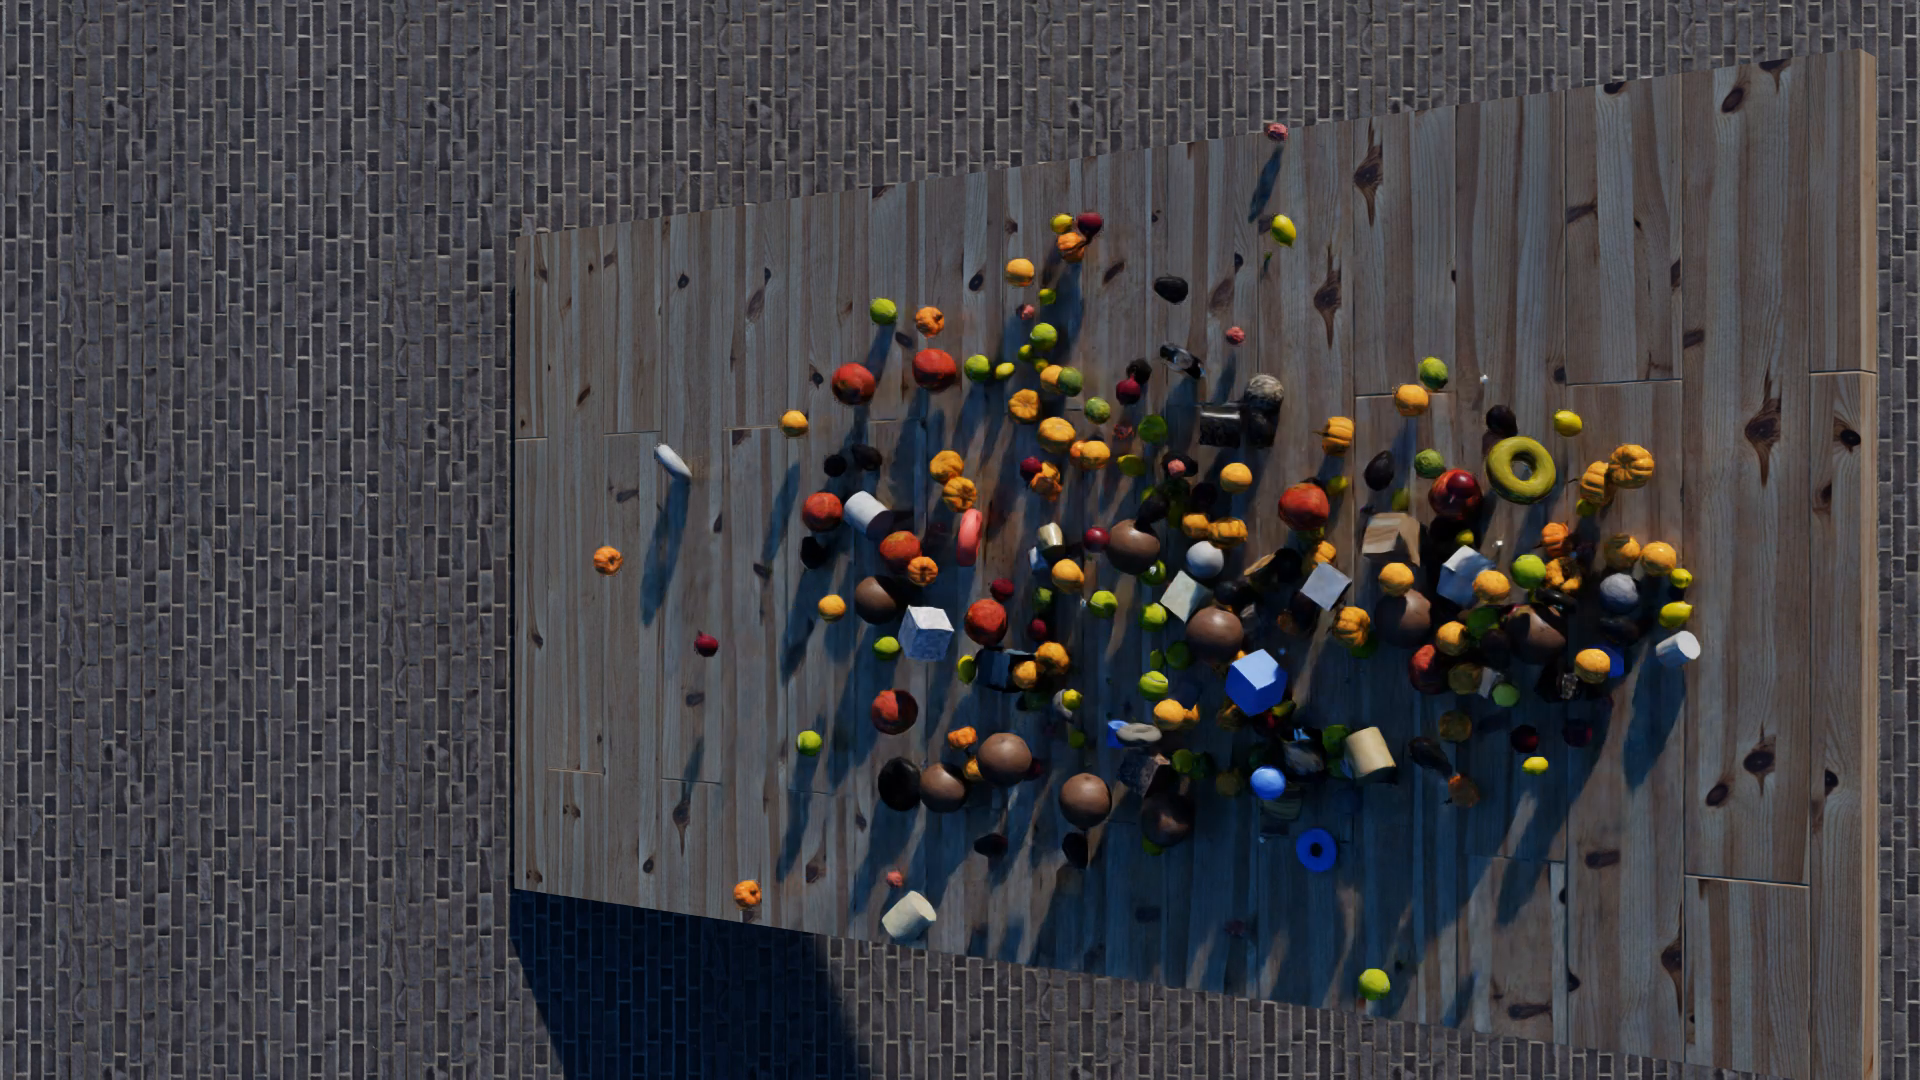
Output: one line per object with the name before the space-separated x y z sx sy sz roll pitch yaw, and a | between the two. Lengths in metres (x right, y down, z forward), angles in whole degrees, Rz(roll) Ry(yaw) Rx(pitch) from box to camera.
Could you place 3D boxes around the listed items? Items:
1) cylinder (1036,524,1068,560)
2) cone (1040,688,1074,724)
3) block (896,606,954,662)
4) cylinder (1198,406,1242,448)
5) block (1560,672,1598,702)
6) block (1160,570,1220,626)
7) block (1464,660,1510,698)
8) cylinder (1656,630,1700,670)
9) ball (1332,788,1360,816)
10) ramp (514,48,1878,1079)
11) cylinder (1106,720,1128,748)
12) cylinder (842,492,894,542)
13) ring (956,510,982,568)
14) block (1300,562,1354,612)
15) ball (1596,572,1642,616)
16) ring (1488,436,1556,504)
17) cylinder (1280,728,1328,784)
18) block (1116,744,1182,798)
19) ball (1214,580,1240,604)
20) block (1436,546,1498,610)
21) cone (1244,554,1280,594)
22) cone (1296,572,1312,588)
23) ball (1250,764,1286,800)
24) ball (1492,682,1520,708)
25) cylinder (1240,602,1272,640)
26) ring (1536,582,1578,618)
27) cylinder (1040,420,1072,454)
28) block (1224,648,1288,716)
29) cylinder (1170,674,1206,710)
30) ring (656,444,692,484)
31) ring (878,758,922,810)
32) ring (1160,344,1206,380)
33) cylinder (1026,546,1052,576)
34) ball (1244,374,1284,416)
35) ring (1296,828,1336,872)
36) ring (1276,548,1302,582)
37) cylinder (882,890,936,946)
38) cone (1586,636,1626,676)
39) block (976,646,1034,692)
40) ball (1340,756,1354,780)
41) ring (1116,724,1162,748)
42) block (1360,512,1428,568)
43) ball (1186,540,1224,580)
cylinder | 0.226 0.003 5.403 0.063 0.063 0.063 -13 59 0
cone | 0.254 0.422 5.393 0.083 0.083 0.083 -42 80 0
block | -0.085 0.226 5.308 0.093 0.093 0.093 6 121 -24
cylinder | 0.600 -0.261 5.068 0.092 0.092 0.092 5 90 5
block | 1.282 0.304 4.552 0.053 0.053 0.053 9 93 37
block | 0.540 0.137 5.131 0.088 0.088 0.088 40 104 32
block | 1.122 0.297 4.681 0.057 0.057 0.057 33 113 36
cylinder | 1.440 0.221 4.412 0.060 0.060 0.060 13 60 -23
ball | 0.859 0.582 4.895 0.061 0.061 0.061 0 90 0
ramp | 0.214 0.062 5.529 4.000 0.100 2.000 0 90 39
cylinder | 0.378 0.466 5.285 0.051 0.051 0.051 8 114 0
cylinder | -0.241 -0.062 5.775 0.097 0.097 0.097 39 90 33
ring | 0.024 -0.004 5.535 0.050 0.150 0.150 10 90 5
block | 0.786 0.099 4.714 0.075 0.075 0.075 36 101 13
ball | 1.344 0.110 4.485 0.087 0.087 0.087 0 90 0
ring | 1.152 -0.143 4.515 0.148 0.049 0.148 4 71 -10
cylinder | 0.771 0.483 4.928 0.096 0.096 0.096 -10 104 0
block | 0.447 0.544 5.210 0.094 0.094 0.094 36 112 34
ball | 0.597 0.117 4.921 0.056 0.056 0.056 0 90 0
block | 1.074 0.080 4.662 0.083 0.083 0.083 33 51 28
cone | 0.704 0.090 5.001 0.085 0.085 0.085 -34 98 0
cone | 0.784 0.082 4.788 0.076 0.076 0.076 37 114 0
ball | 0.684 0.538 4.882 0.079 0.079 0.079 0 90 0
ball | 1.154 0.327 4.646 0.055 0.055 0.055 0 90 0
cylinder | 0.672 0.183 4.993 0.069 0.069 0.069 1 108 4
ring | 1.222 0.123 4.501 0.098 0.098 0.033 32 113 0
cylinder | 0.237 -0.254 5.407 0.063 0.063 0.063 -17 76 0
block | 0.664 0.320 4.930 0.092 0.092 0.092 -22 51 -27
cylinder | 0.517 0.345 4.998 0.059 0.059 0.059 28 108 0
ring | -0.809 -0.214 6.222 0.044 0.132 0.132 -39 90 -1
ring | -0.156 0.637 5.733 0.139 0.046 0.139 1 92 39
ring | 0.520 -0.415 5.137 0.123 0.123 0.041 33 86 0
cylinder | 0.197 0.053 5.438 0.055 0.055 0.055 -12 69 0
ball | 0.693 -0.331 5.016 0.093 0.093 0.093 0 90 0
ring | 0.804 0.698 4.957 0.102 0.034 0.102 0 91 41
ring | 0.743 0.057 5.014 0.079 0.026 0.079 2 93 41
cylinder | -0.123 0.918 5.338 0.093 0.093 0.093 -44 90 13
cone | 1.341 0.222 4.498 0.083 0.083 0.083 49 60 0
block | 0.113 0.323 5.484 0.093 0.093 0.093 14 98 40
ball | 0.866 0.493 4.820 0.066 0.066 0.066 0 90 0
ring | 0.421 0.461 5.181 0.107 0.107 0.036 -1 102 0
block | 0.939 0.001 4.754 0.090 0.090 0.090 26 71 -36
ball | 0.570 0.047 5.115 0.090 0.090 0.090 0 90 0
